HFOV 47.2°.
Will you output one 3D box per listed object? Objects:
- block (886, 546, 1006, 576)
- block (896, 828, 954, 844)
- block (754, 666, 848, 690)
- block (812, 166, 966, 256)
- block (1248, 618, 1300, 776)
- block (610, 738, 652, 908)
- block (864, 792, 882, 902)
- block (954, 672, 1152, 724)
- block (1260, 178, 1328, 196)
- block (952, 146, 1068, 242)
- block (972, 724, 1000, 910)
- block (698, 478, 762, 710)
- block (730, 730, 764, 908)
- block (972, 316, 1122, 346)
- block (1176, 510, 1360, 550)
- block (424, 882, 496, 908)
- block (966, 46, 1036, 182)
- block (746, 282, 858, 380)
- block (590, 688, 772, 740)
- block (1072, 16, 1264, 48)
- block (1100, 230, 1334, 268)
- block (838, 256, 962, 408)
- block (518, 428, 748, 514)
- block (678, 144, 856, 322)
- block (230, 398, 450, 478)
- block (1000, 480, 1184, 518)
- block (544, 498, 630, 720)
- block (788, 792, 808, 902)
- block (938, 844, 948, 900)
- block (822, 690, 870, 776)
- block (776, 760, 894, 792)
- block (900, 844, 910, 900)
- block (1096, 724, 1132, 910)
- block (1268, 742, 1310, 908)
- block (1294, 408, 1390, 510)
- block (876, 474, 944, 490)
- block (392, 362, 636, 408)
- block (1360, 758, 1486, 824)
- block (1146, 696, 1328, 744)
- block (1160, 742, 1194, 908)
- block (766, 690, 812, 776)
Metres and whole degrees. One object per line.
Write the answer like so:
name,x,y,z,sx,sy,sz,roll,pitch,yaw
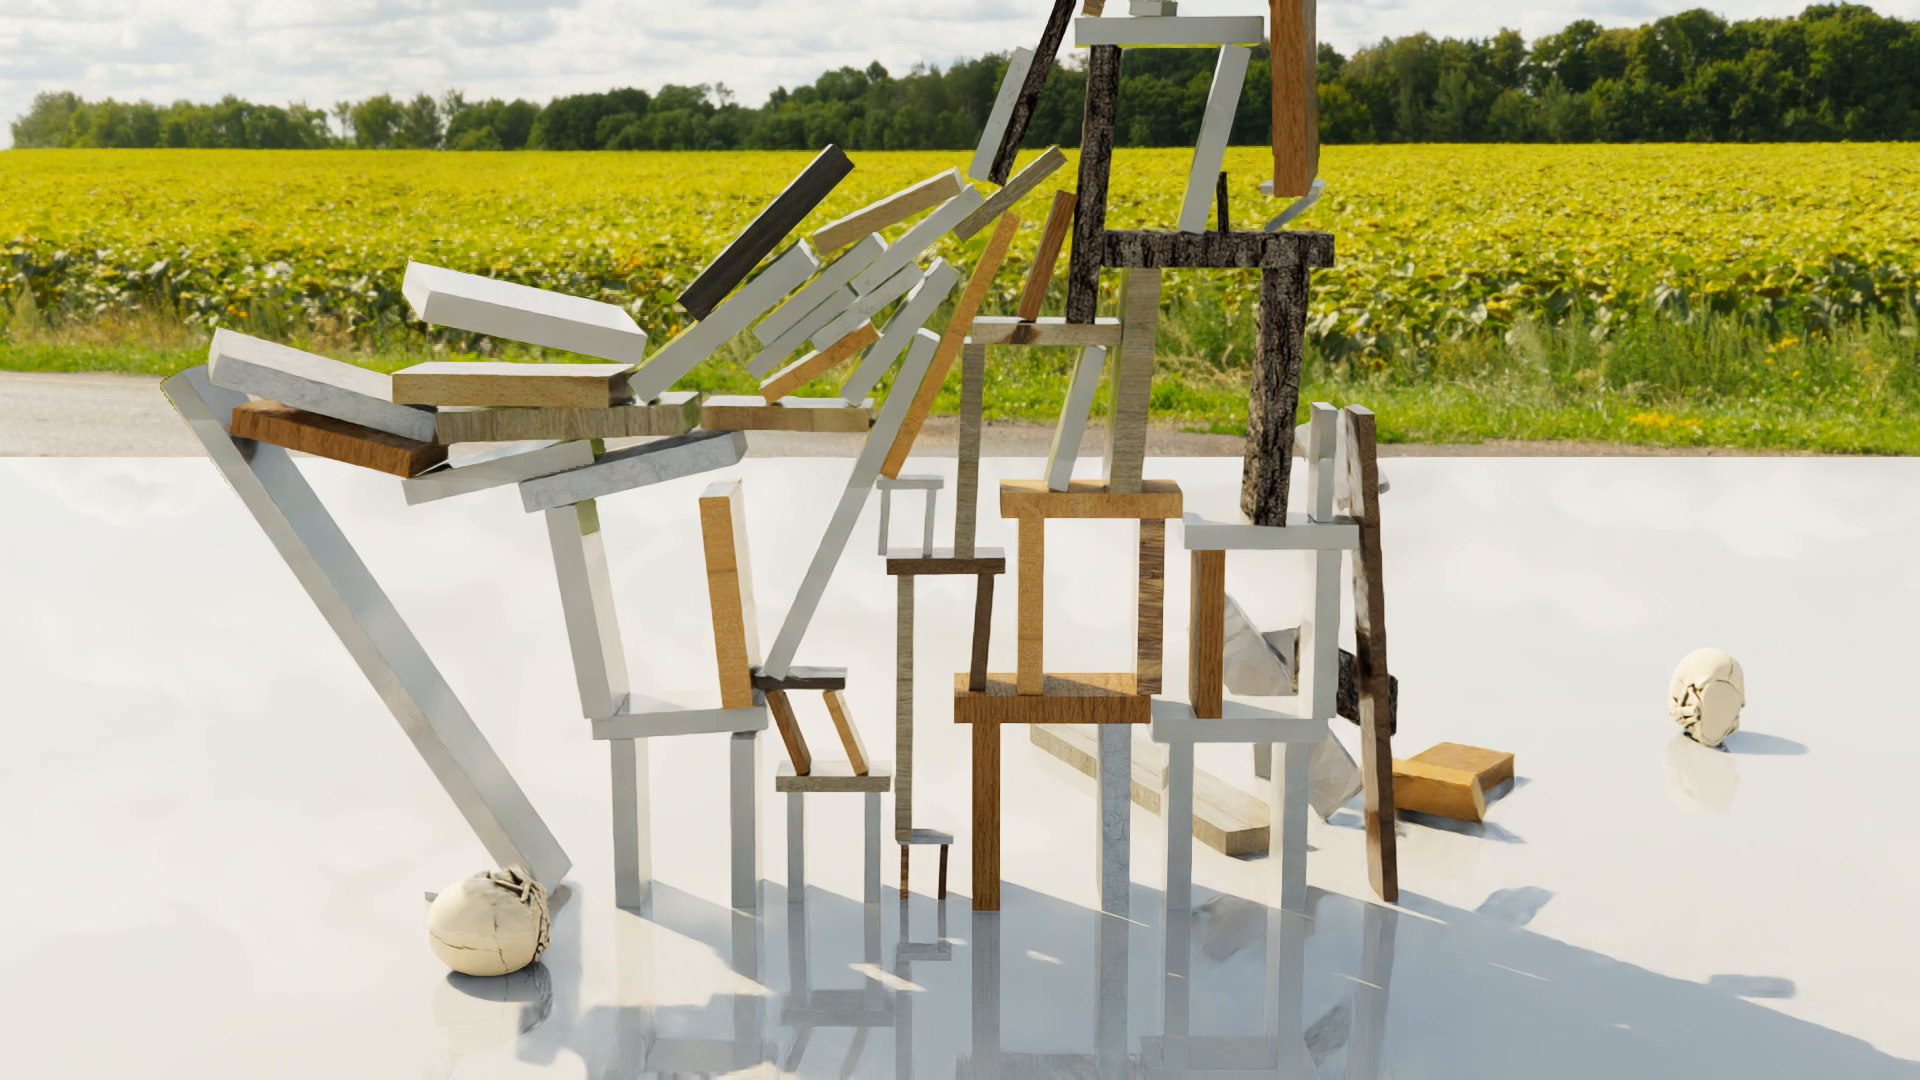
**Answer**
block,-0.023,0.034,3.565,0.191,0.027,0.095,0,10,0
block,-0.057,0.492,3.647,0.094,0.013,0.047,0,11,1
block,-0.259,0.226,3.599,0.147,0.021,0.073,1,10,1
block,-0.111,-0.518,3.462,0.242,0.034,0.121,-23,12,8
block,0.638,0.307,4.304,0.153,0.305,0.043,-8,20,-4
block,-0.545,0.449,3.648,0.040,0.284,0.142,0,11,0
block,-0.144,0.496,3.655,0.027,0.189,0.095,1,11,0
block,0.148,0.258,3.603,0.316,0.045,0.158,0,11,0
block,0.517,-0.546,3.404,0.094,0.013,0.047,5,24,23
block,0.077,-0.546,3.470,0.206,0.029,0.103,-38,8,6
block,0.043,0.435,3.637,0.045,0.316,0.158,0,11,0
block,-0.371,0.085,3.580,0.049,0.346,0.173,-5,11,2
block,-0.353,0.449,3.648,0.040,0.284,0.142,1,11,0
block,0.135,-0.332,3.492,0.233,0.033,0.117,0,11,0
block,0.494,-0.017,3.555,0.277,0.039,0.139,0,11,0
block,-0.827,0.588,3.640,0.104,0.015,0.052,5,12,24
block,0.064,-0.664,3.435,0.030,0.212,0.106,21,10,-3
block,-0.251,-0.335,3.495,0.204,0.029,0.102,-38,10,6
block,-0.453,0.282,3.617,0.284,0.040,0.142,-4,11,0
block,0.320,-0.786,3.406,0.286,0.041,0.143,0,11,2
block,0.399,-0.460,3.470,0.353,0.050,0.176,0,11,0
block,-0.098,-0.333,3.493,0.037,0.264,0.132,38,6,-9
block,-0.522,-0.120,3.542,0.346,0.049,0.173,-13,11,2
block,-0.310,-0.489,3.493,0.344,0.049,0.172,-45,11,2
block,-0.995,-0.171,3.542,0.303,0.043,0.152,14,16,7
block,0.209,-0.067,3.547,0.287,0.041,0.144,0,11,0
block,-0.605,0.101,3.583,0.049,0.346,0.173,-9,10,2
block,-0.270,0.496,3.655,0.027,0.189,0.094,1,11,0
block,-0.028,0.545,3.656,0.013,0.094,0.047,3,11,-1
block,-0.187,0.307,3.614,0.021,0.147,0.073,-21,10,4
block,-0.207,0.390,3.635,0.189,0.027,0.095,0,11,0
block,-0.091,0.545,3.656,0.013,0.094,0.047,1,11,1
block,0.253,0.435,3.637,0.045,0.316,0.158,0,11,0
block,0.545,0.452,3.642,0.040,0.281,0.140,0,11,0
block,0.635,-0.135,3.667,0.090,0.026,0.181,-22,49,-3
block,-0.081,-0.093,3.538,0.108,0.015,0.054,-1,10,-1
block,-0.711,-0.249,3.522,0.347,0.049,0.174,1,11,5
block,0.858,0.460,4.075,0.217,0.108,0.031,8,48,34
block,0.450,0.295,3.612,0.281,0.040,0.140,0,11,0
block,0.358,0.452,3.642,0.040,0.281,0.140,0,11,0
block,-0.282,0.307,3.614,0.021,0.147,0.073,-20,10,3
